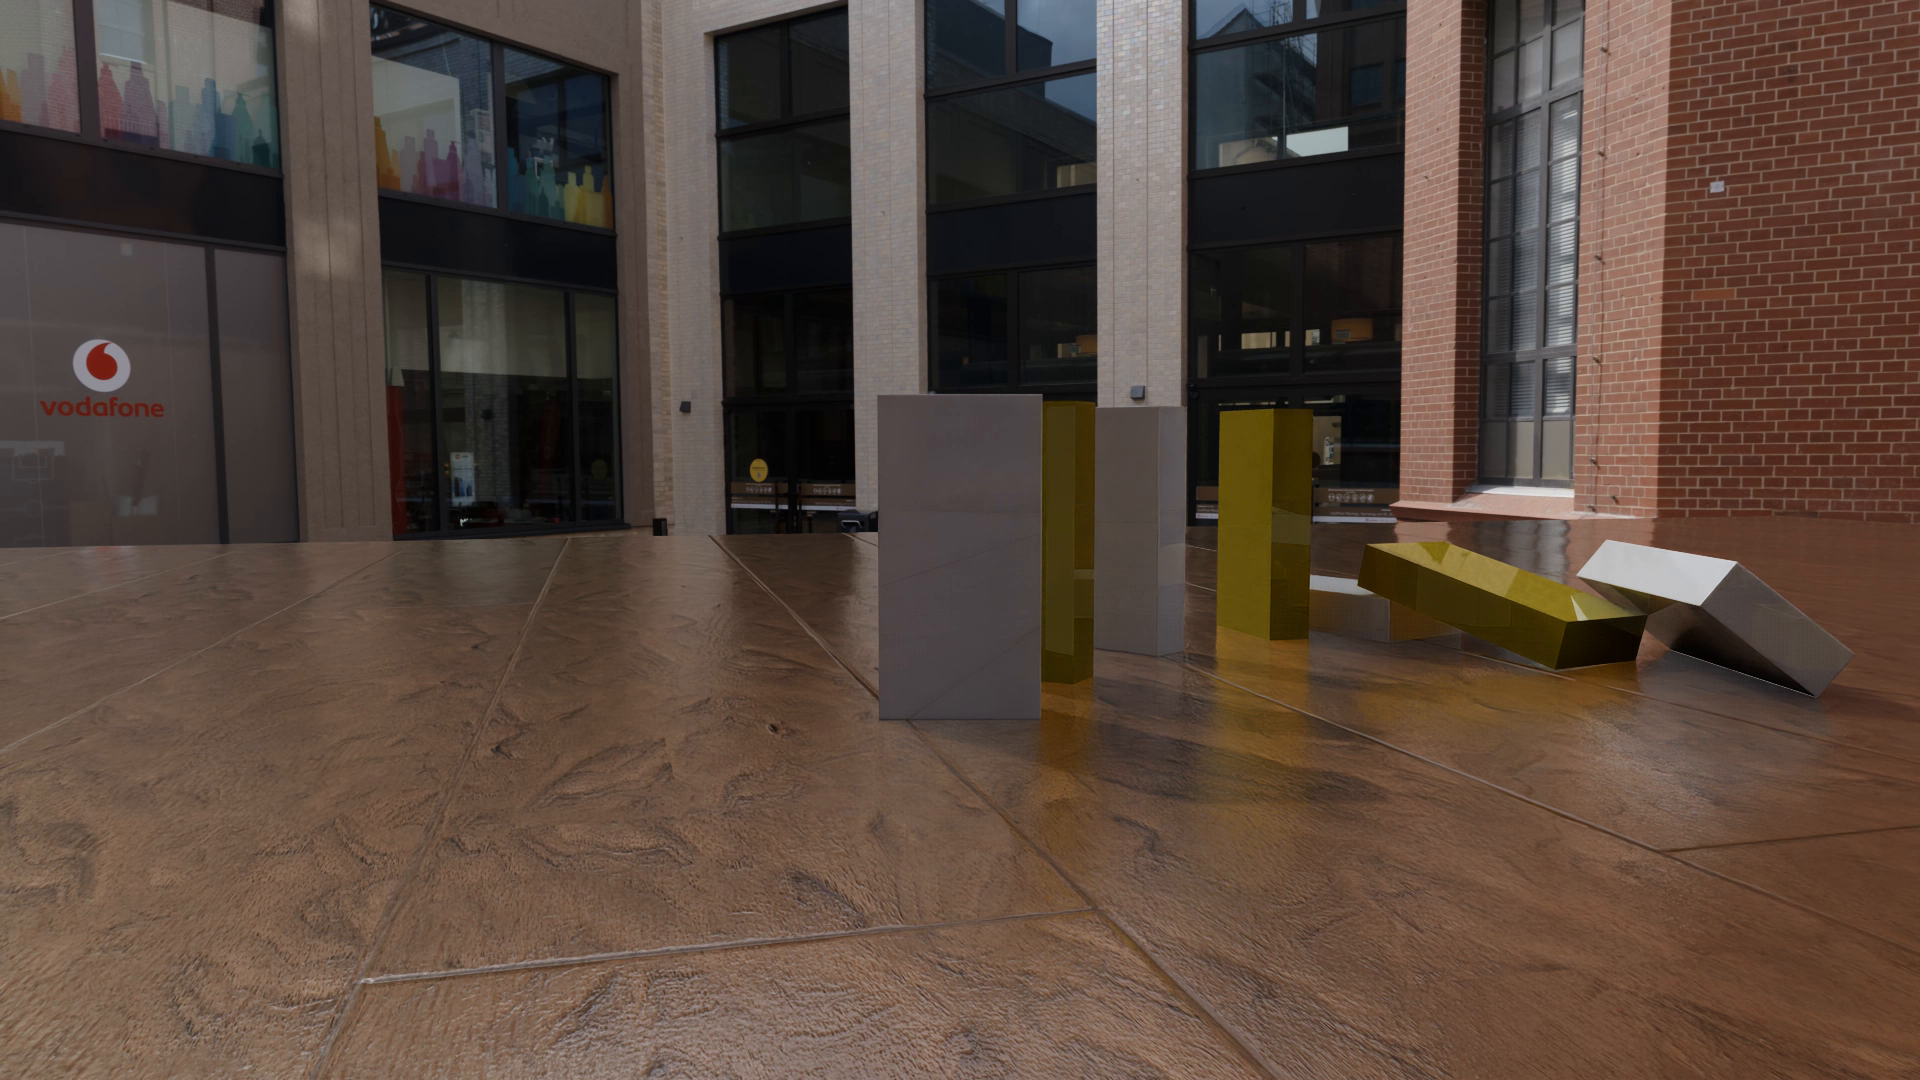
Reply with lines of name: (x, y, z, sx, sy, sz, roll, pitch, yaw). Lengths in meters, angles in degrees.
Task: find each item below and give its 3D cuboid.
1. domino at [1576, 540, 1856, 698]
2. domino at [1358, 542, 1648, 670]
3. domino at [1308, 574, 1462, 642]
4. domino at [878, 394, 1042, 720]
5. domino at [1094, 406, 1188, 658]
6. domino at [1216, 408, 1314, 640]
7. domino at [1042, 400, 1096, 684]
domino: (0.138, 0.013, 0.239, 0.025, 0.009, 0.050, 38, 6, 0)
domino: (0.111, 0.012, 0.266, 0.025, 0.010, 0.050, -1, 17, -30)
domino: (0.089, 0.015, 0.302, 0.025, 0.009, 0.050, -3, 5, -33)
domino: (0.000, 0.002, 0.201, 0.025, 0.050, 0.010, 0, 4, 0)
domino: (0.034, -0.002, 0.267, 0.025, 0.050, 0.009, 4, 6, 43)
domino: (0.068, -0.004, 0.289, 0.010, 0.050, 0.025, -1, 4, -15)
domino: (0.011, 0.000, 0.235, 0.025, 0.050, 0.010, 2, 5, 27)
